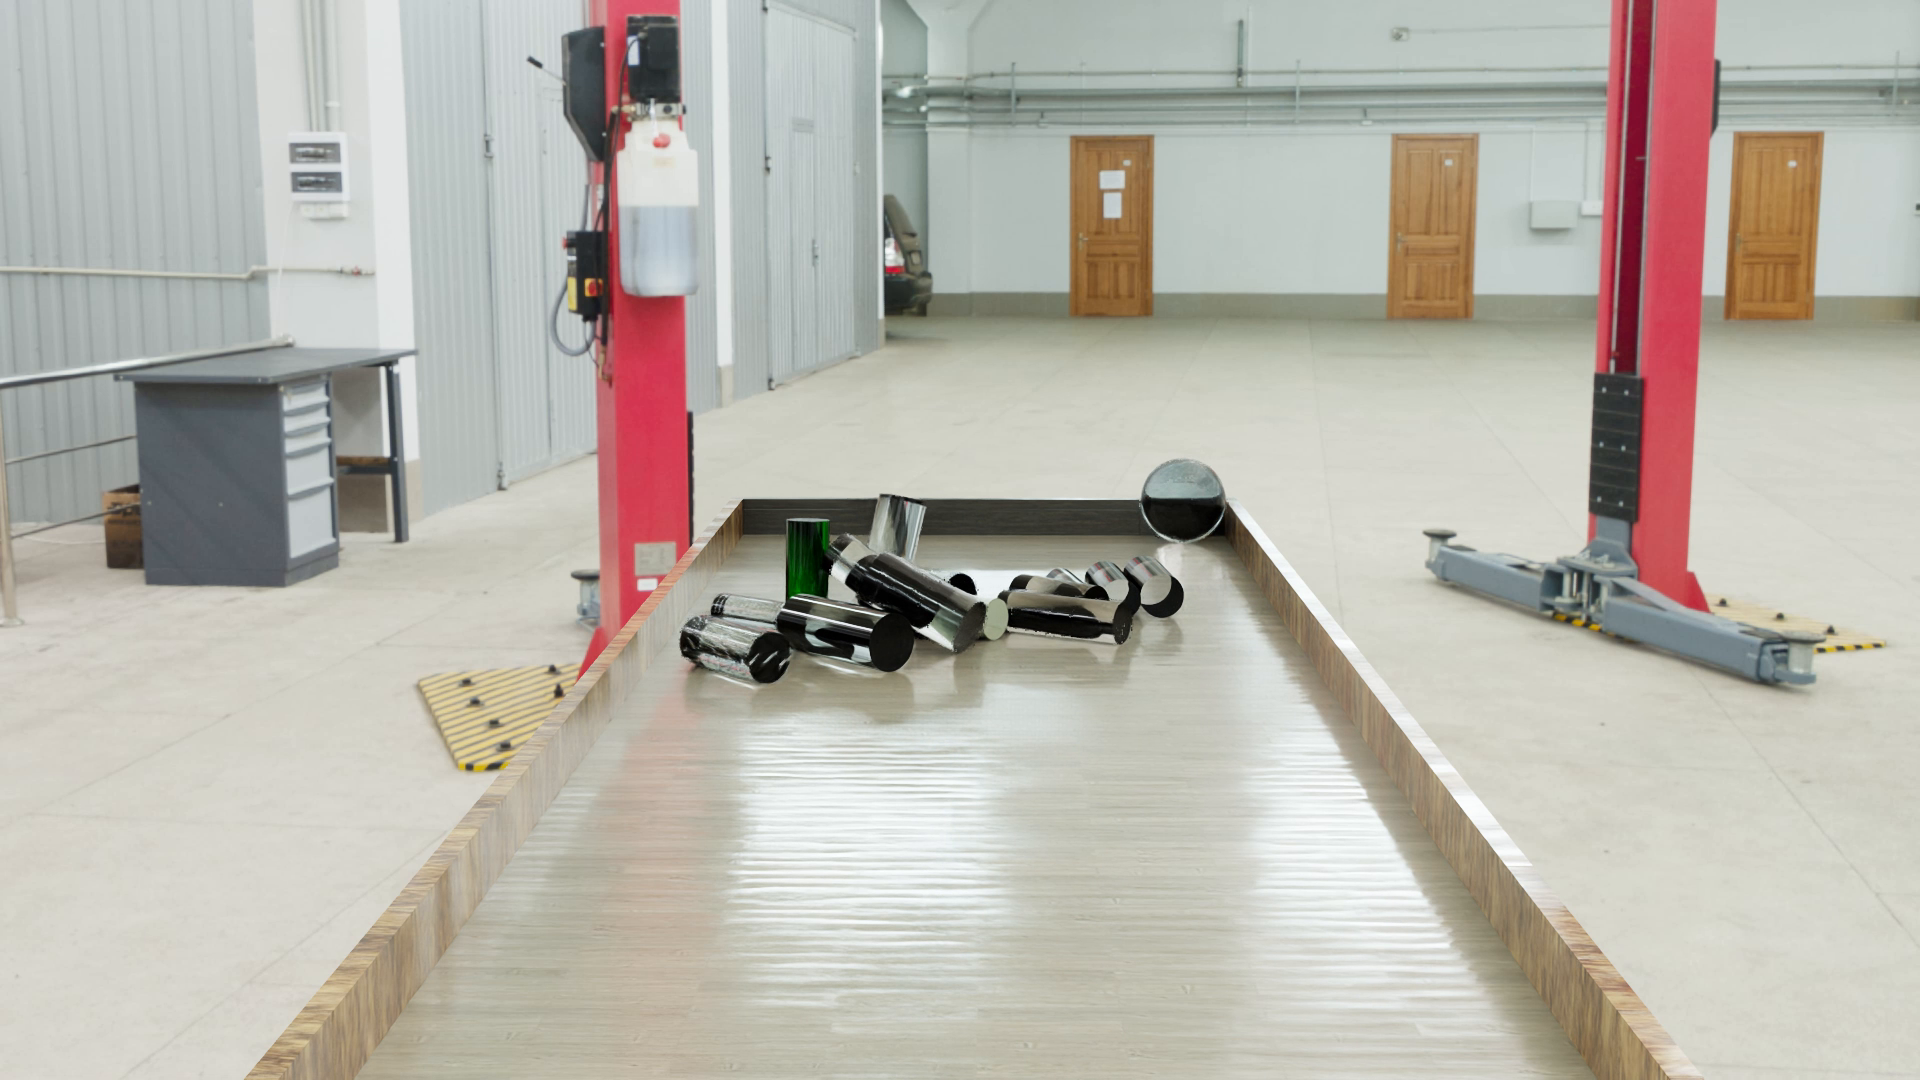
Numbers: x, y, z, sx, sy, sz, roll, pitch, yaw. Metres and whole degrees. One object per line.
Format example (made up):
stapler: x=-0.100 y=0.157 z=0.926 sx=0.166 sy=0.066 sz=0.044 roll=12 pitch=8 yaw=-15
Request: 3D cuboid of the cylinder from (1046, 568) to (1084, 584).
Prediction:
cylinder: x=0.378 y=0.179 z=7.529 sx=0.110 sy=0.110 sz=0.355 roll=-1 pitch=9 yaw=-9

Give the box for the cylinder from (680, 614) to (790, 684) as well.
cylinder: x=-0.667 y=0.321 z=6.499 sx=0.153 sy=0.153 sz=0.351 roll=-8 pitch=12 yaw=-40

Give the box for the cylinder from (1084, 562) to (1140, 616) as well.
cylinder: x=0.518 y=0.170 z=7.493 sx=0.138 sy=0.138 sz=0.370 roll=-1 pitch=9 yaw=-5

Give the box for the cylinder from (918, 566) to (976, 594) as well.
cylinder: x=-0.142 y=0.170 z=7.413 sx=0.397 sy=0.164 sz=0.164 roll=9 pitch=13 yaw=44

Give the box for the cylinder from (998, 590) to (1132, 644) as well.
cylinder: x=0.326 y=0.246 z=7.033 sx=0.429 sy=0.134 sz=0.134 roll=5 pitch=10 yaw=30

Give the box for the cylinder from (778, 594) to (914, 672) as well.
cylinder: x=-0.349 y=0.279 z=6.682 sx=0.178 sy=0.178 sz=0.434 roll=-8 pitch=12 yaw=-42

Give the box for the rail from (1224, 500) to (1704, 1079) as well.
rail: x=1.046 y=0.843 z=3.208 sx=0.050 sy=0.150 sz=12.000 roll=0 pitch=9 yaw=1

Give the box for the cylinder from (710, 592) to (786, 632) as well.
cylinder: x=-0.619 y=0.248 z=7.083 sx=0.401 sy=0.113 sz=0.113 roll=7 pitch=11 yaw=37

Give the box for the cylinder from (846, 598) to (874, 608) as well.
cylinder: x=-0.288 y=0.269 z=6.939 sx=0.117 sy=0.117 sz=0.340 roll=-3 pitch=9 yaw=-17

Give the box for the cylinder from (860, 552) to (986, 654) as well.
cylinder: x=-0.115 y=0.192 z=6.838 sx=0.357 sy=0.178 sz=0.178 roll=28 pitch=20 yaw=22

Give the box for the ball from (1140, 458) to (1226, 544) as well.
ball: x=0.904 y=-0.160 z=8.913 sx=0.346 sy=0.346 sz=0.346 roll=0 pitch=9 yaw=0

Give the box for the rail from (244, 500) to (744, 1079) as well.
rail: x=-1.004 y=0.839 z=3.234 sx=0.050 sy=0.150 sz=12.000 roll=0 pitch=9 yaw=1

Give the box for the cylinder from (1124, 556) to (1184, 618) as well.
cylinder: x=0.660 y=0.158 z=7.539 sx=0.149 sy=0.149 sz=0.381 roll=-1 pitch=9 yaw=-5

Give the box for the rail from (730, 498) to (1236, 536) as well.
rail: x=0.099 y=-0.098 z=9.147 sx=2.100 sy=0.150 sz=0.050 roll=0 pitch=9 yaw=1

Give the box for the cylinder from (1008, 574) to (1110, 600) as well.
cylinder: x=0.324 y=0.202 z=7.269 sx=0.327 sy=0.146 sz=0.146 roll=9 pitch=13 yaw=44

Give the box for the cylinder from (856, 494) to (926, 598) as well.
cylinder: x=-0.233 y=0.059 z=7.267 sx=0.162 sy=0.398 sz=0.162 roll=13 pitch=-7 yaw=2

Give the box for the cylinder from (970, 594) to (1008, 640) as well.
cylinder: x=-0.032 y=0.233 z=7.112 sx=0.374 sy=0.134 sz=0.134 roll=7 pitch=12 yaw=39

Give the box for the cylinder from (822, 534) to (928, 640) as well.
cylinder: x=-0.245 y=0.148 z=7.080 sx=0.418 sy=0.144 sz=0.144 roll=35 pitch=26 yaw=27

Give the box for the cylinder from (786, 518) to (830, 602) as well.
cylinder: x=-0.502 y=0.105 z=7.225 sx=0.142 sy=0.342 sz=0.142 roll=1 pitch=5 yaw=0
